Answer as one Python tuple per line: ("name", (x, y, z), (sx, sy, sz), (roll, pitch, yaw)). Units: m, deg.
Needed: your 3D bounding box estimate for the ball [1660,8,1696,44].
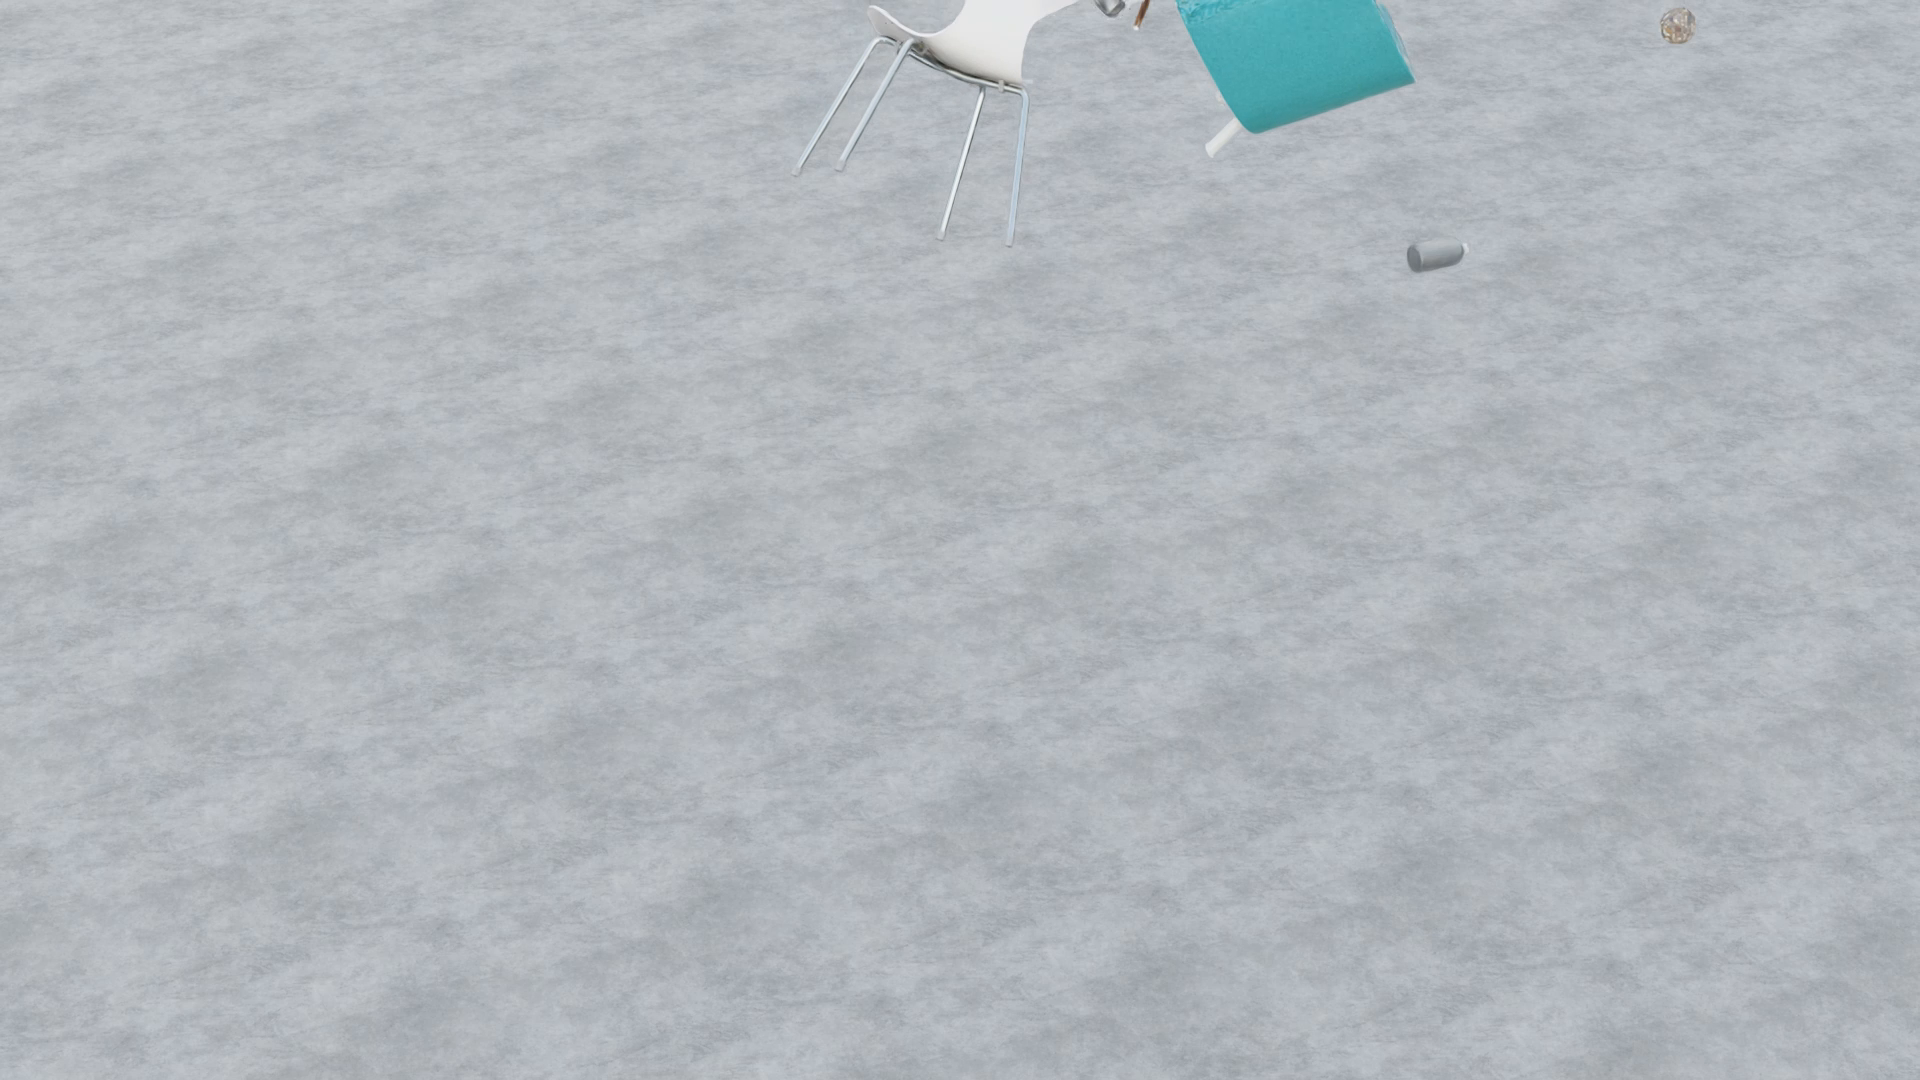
("ball", (2.202, -1.576, 8.989), (0.111, 0.111, 0.111), (0, 33, 0))
